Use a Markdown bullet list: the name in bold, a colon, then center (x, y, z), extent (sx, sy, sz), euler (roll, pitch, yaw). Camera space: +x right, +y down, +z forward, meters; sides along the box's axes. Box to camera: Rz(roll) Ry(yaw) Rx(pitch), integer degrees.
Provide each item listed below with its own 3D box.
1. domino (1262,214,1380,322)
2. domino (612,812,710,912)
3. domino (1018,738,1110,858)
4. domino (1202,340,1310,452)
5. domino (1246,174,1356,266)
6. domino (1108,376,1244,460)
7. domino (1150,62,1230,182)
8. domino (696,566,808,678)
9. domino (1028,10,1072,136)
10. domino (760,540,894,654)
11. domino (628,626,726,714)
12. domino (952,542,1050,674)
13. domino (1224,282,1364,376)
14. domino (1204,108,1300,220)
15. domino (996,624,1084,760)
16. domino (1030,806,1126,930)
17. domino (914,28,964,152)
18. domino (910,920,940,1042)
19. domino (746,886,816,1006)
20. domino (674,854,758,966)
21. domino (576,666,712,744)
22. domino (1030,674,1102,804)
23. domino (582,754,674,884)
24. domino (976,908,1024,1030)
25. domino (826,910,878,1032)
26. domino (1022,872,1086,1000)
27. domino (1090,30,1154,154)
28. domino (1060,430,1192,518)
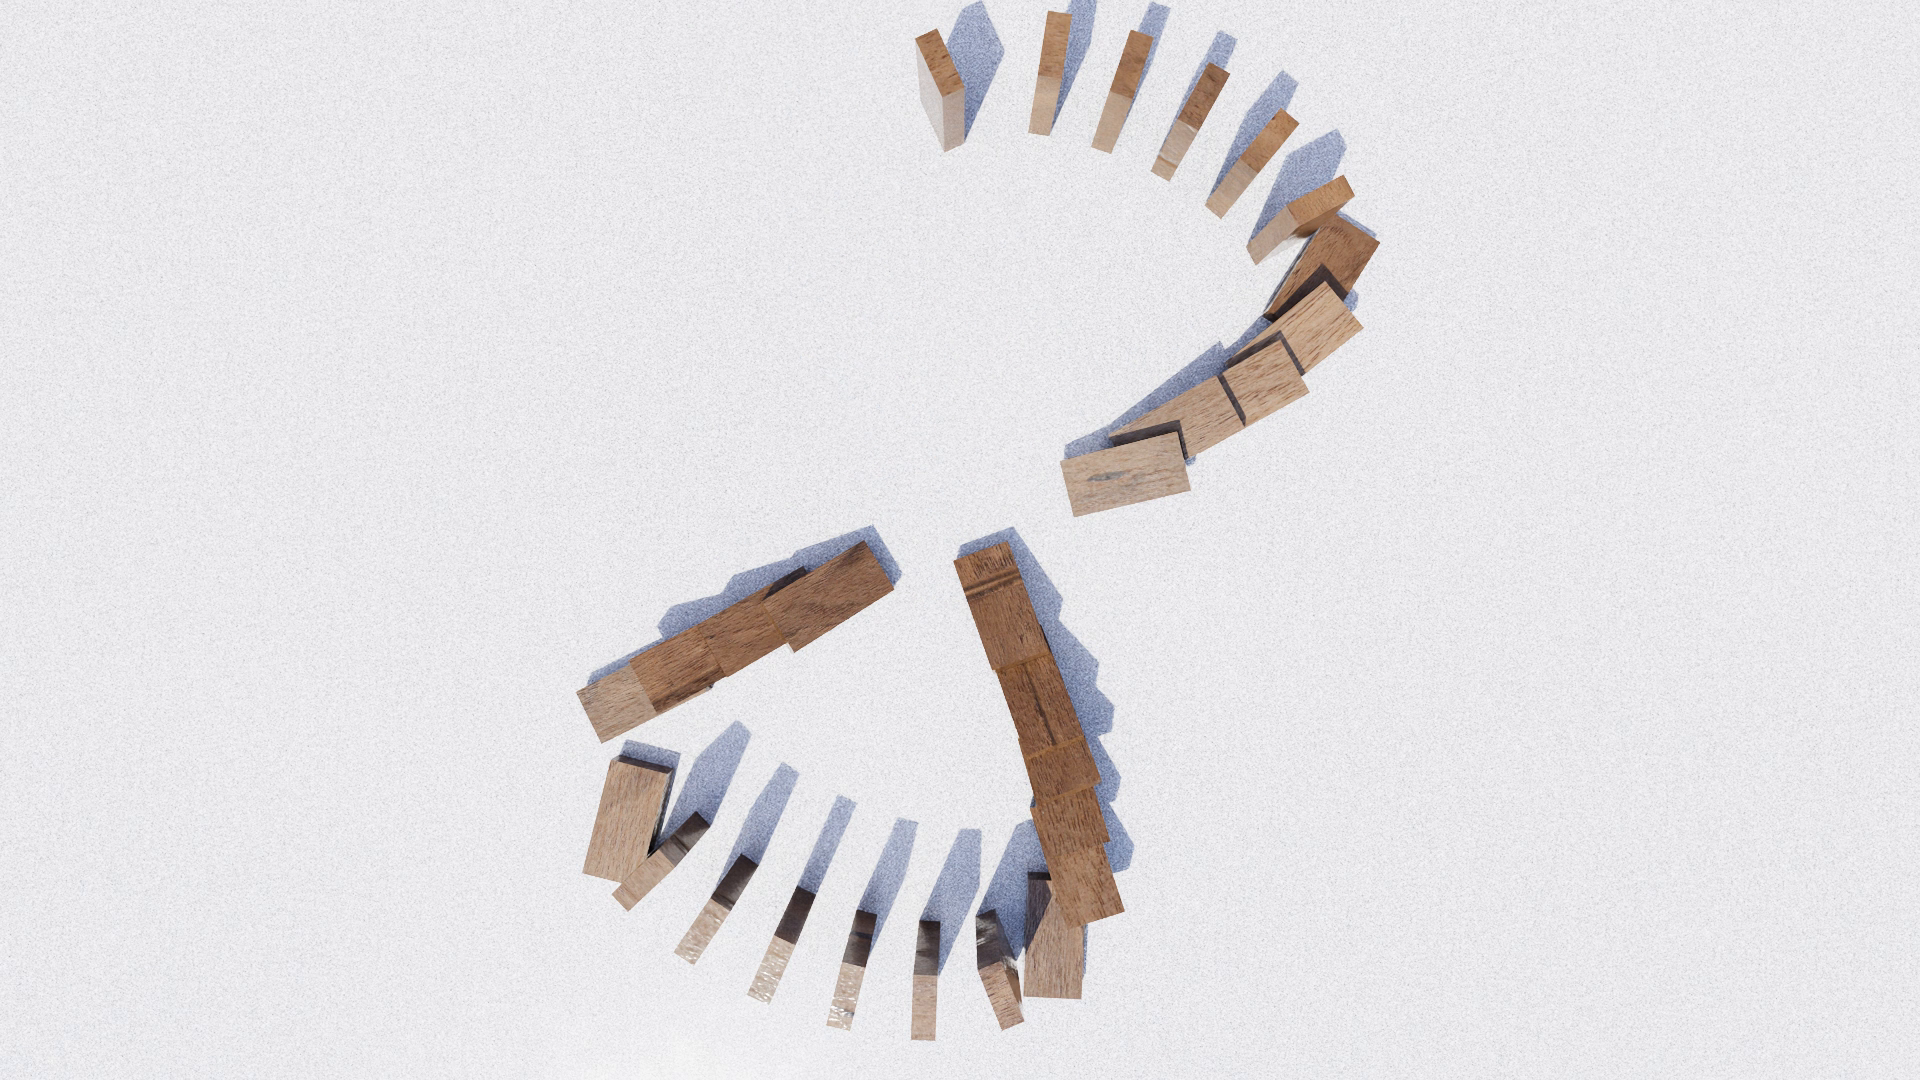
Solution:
- **domino**: center (0.155, -0.112, 0.395), extent (0.025, 0.009, 0.050), euler (32, 90, 0)
- **domino**: center (-0.121, 0.130, 0.375), extent (0.025, 0.050, 0.010), euler (-43, 90, 0)
- **domino**: center (0.044, 0.105, 0.387), extent (0.025, 0.010, 0.050), euler (-16, 71, 0)
- **domino**: center (0.118, -0.060, 0.387), extent (0.050, 0.009, 0.025), euler (-30, 90, 19)
- **domino**: center (0.138, -0.130, 0.375), extent (0.025, 0.050, 0.009), euler (-28, 90, 0)
- **domino**: center (0.091, -0.046, 0.388), extent (0.050, 0.010, 0.025), euler (-29, 90, 19)
- **domino**: center (0.093, -0.170, 0.375), extent (0.009, 0.050, 0.025), euler (29, 90, 0)
- **domino**: center (-0.082, 0.034, 0.388), extent (0.050, 0.010, 0.025), euler (-30, 90, -19)
- **domino**: center (0.036, -0.189, 0.375), extent (0.009, 0.050, 0.025), euler (9, 90, 0)
- **domino**: center (-0.056, 0.024, 0.387), extent (0.050, 0.009, 0.025), euler (-32, 91, -19)
- **domino**: center (-0.110, 0.050, 0.387), extent (0.050, 0.010, 0.025), euler (-28, 91, -19)
- **domino**: center (0.017, 0.028, 0.388), extent (0.025, 0.009, 0.050), euler (-20, 72, 0)
- **domino**: center (0.140, -0.082, 0.387), extent (0.050, 0.009, 0.025), euler (-40, 90, 19)
- **domino**: center (0.118, -0.153, 0.375), extent (0.010, 0.050, 0.025), euler (40, 90, 0)
- **domino**: center (0.031, 0.063, 0.384), extent (0.025, 0.009, 0.050), euler (-20, 65, 0)
- **domino**: center (0.049, 0.135, 0.388), extent (0.025, 0.009, 0.050), euler (-17, 72, 0)
- **domino**: center (-0.008, -0.182, 0.375), extent (0.010, 0.050, 0.025), euler (-25, 90, 0)
- **domino**: center (-0.014, 0.179, 0.375), extent (0.009, 0.050, 0.025), euler (2, 90, 0)
- **domino**: center (-0.072, 0.164, 0.375), extent (0.009, 0.050, 0.025), euler (24, 90, 0)
- **domino**: center (-0.099, 0.150, 0.375), extent (0.010, 0.050, 0.025), euler (34, 90, 0)
- **domino**: center (-0.136, 0.065, 0.395), extent (0.050, 0.009, 0.025), euler (-26, 90, 0)
- **domino**: center (0.038, 0.082, 0.385), extent (0.025, 0.009, 0.050), euler (-20, 65, 0)
- **domino**: center (-0.143, 0.121, 0.395), extent (0.025, 0.010, 0.050), euler (14, 90, 0)
- **domino**: center (0.016, 0.174, 0.375), extent (0.010, 0.050, 0.025), euler (-22, 90, 0)
- **domino**: center (-0.044, 0.174, 0.375), extent (0.009, 0.050, 0.025), euler (14, 90, 0)
- **domino**: center (0.041, 0.170, 0.395), extent (0.025, 0.010, 0.050), euler (3, 90, 0)
- **domino**: center (0.066, -0.182, 0.375), extent (0.010, 0.050, 0.025), euler (19, 90, 0)
- **domino**: center (0.070, -0.028, 0.387), extent (0.050, 0.010, 0.025), euler (-13, 95, 18)
